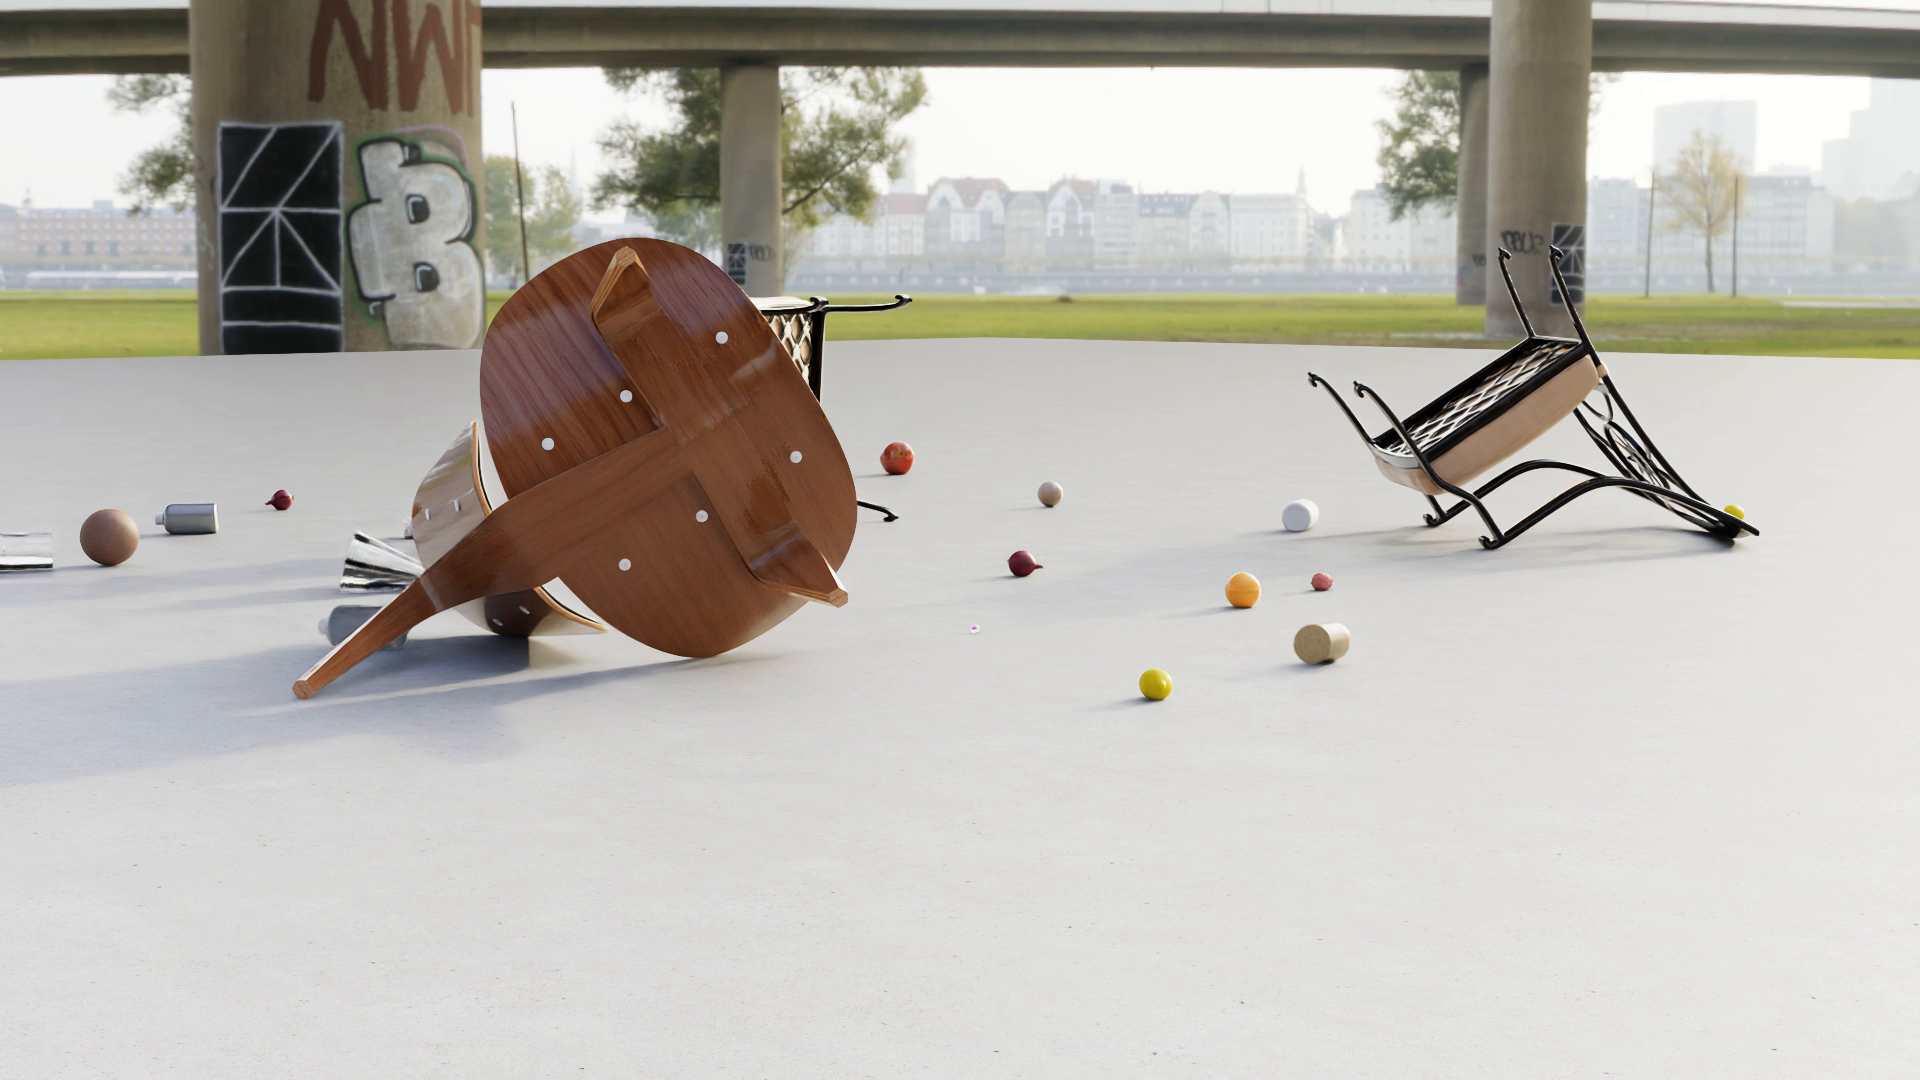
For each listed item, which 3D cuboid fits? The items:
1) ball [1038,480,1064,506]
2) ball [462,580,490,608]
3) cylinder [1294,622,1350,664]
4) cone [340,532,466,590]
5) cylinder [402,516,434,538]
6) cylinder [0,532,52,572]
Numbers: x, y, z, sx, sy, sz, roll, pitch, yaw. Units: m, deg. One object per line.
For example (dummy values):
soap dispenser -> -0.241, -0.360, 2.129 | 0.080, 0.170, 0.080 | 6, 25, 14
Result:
ball -> 0.258, -0.132, 7.335 | 0.074, 0.074, 0.074 | 0, 6, 0
ball -> -0.964, 0.107, 5.110 | 0.053, 0.053, 0.053 | 0, 6, 0
cylinder -> 0.618, 0.175, 4.380 | 0.078, 0.067, 0.058 | -19, -8, 43
cone -> -1.160, 0.072, 5.417 | 0.254, 0.123, 0.243 | 13, 9, -8
cylinder -> -1.365, -0.032, 6.467 | 0.071, 0.052, 0.066 | 6, 14, -10
cylinder -> -2.097, 0.026, 5.740 | 0.124, 0.080, 0.093 | -2, -32, -20
